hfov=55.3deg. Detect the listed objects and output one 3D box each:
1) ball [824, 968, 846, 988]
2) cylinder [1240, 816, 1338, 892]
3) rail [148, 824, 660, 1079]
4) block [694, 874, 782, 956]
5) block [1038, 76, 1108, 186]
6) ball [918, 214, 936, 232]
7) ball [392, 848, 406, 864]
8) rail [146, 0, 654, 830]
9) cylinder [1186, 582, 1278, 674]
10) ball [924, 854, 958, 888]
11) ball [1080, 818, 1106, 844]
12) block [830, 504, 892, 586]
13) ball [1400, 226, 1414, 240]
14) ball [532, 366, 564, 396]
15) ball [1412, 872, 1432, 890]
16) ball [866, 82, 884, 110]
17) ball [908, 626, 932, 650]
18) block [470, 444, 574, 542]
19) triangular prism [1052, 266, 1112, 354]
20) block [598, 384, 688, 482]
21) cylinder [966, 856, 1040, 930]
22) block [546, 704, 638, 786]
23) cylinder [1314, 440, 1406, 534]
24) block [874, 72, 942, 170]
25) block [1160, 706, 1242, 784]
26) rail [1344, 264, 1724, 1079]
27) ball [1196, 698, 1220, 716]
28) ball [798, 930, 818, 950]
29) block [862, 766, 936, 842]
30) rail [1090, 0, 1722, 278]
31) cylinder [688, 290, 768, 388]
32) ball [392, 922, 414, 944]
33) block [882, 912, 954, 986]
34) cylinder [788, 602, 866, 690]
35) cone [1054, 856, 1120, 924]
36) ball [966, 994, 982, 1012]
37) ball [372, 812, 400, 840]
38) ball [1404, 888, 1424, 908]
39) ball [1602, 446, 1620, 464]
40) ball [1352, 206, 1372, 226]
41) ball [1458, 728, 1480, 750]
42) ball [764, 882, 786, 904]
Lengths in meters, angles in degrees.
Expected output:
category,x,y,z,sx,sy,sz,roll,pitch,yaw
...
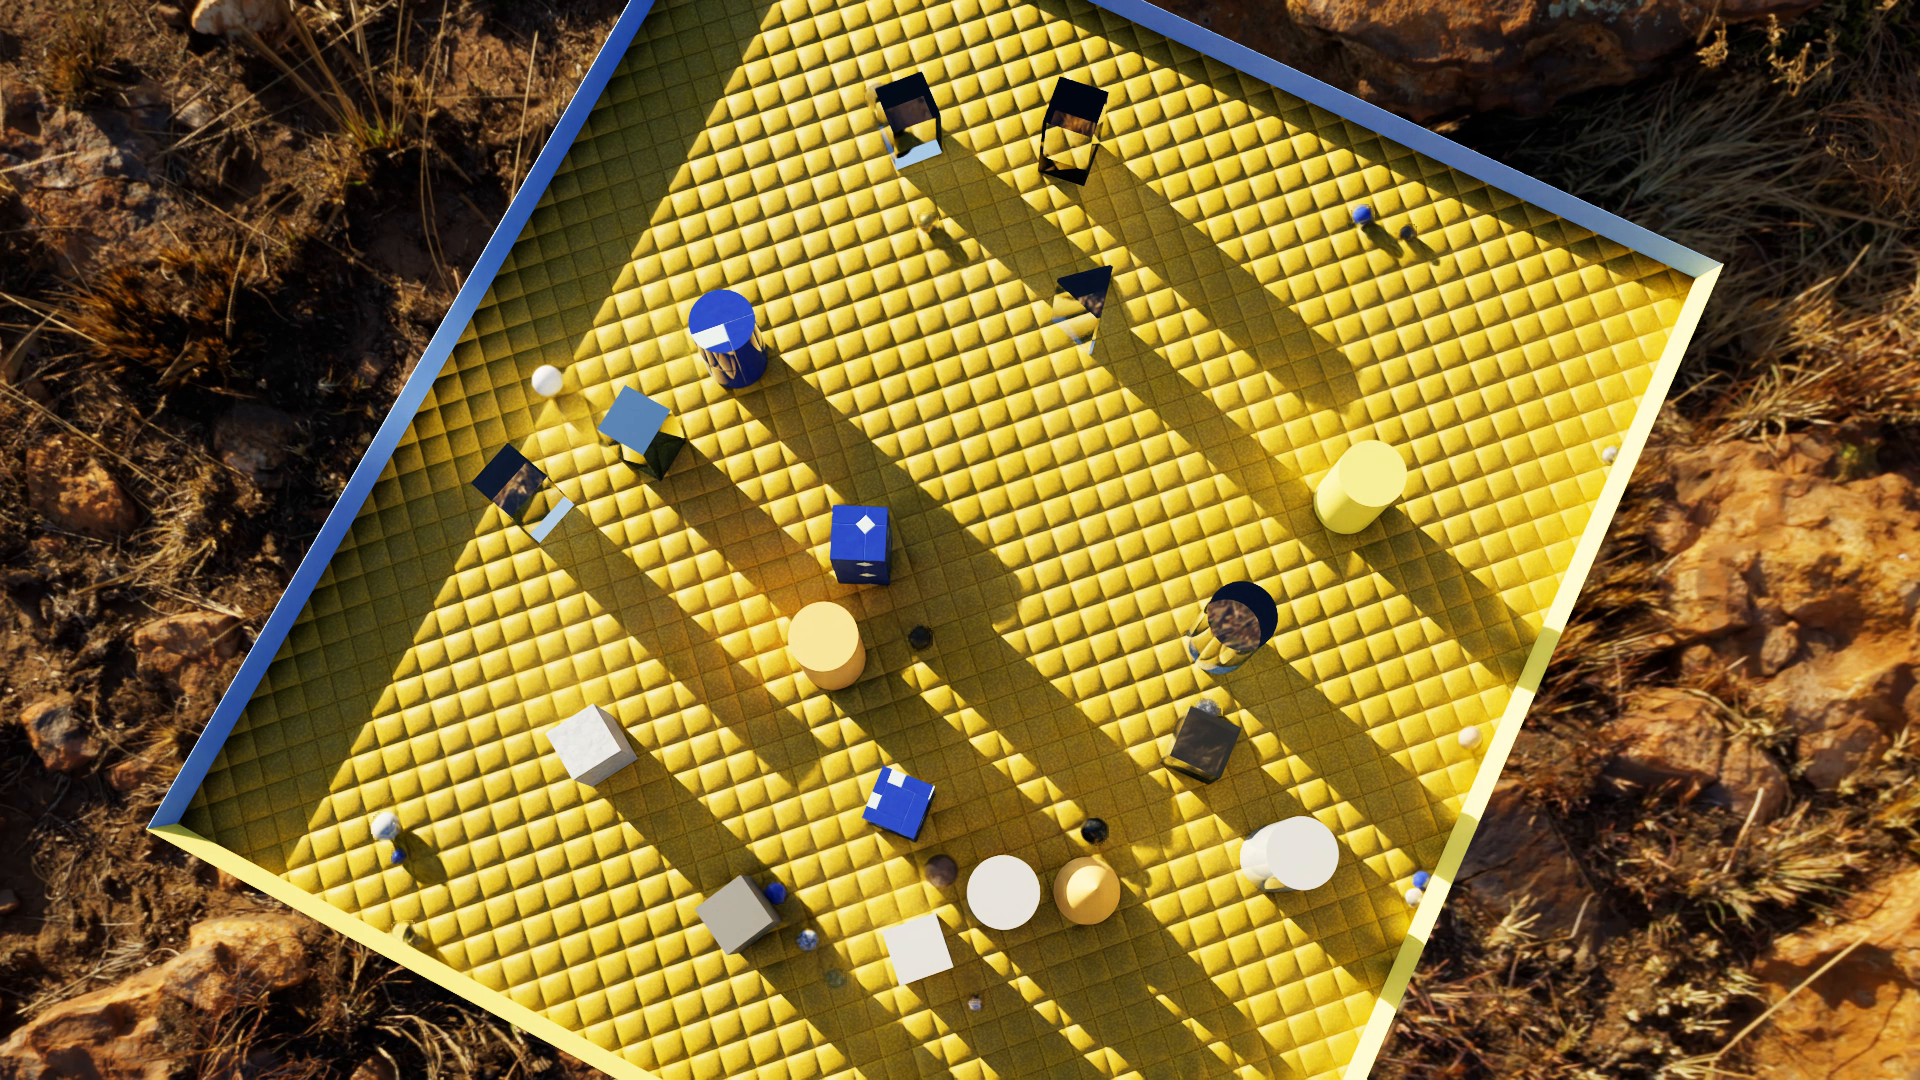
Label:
category,x,y,z,sx,sy,sz,roll,pitch,yaw
ball,-0.363,1.273,5.323,0.059,0.059,0.059,0,78,0
cylinder,0.926,0.895,5.190,0.197,0.473,0.197,0,78,0
rail,-0.807,1.587,5.222,3.449,0.128,0.045,26,80,5
block,-0.630,1.073,5.244,0.157,0.295,0.157,-36,81,-7
block,0.348,-1.264,5.689,0.157,0.371,0.157,19,79,4
ball,-0.104,-1.003,5.793,0.060,0.060,0.060,0,78,0
ball,-1.653,0.931,5.402,0.042,0.042,0.042,0,78,0
rail,-1.521,-0.738,5.703,0.045,0.128,3.655,26,80,5
cylinder,0.783,0.259,5.315,0.197,0.486,0.197,0,78,0
ball,-0.057,0.969,5.366,0.098,0.098,0.098,0,78,0
ball,0.393,0.857,5.400,0.078,0.078,0.078,0,78,0
block,-0.289,0.019,5.415,0.157,0.387,0.157,2,78,0
ball,1.413,-0.971,5.793,0.048,0.048,0.048,0,78,0
ball,-1.275,-0.492,5.670,0.095,0.095,0.095,0,78,0
ball,1.357,1.000,5.381,0.055,0.055,0.055,0,78,0
ball,-0.258,-1.419,5.865,0.088,0.088,0.088,0,78,0
ball,-0.120,0.296,5.520,0.069,0.069,0.069,0,78,0
block,-1.298,-0.136,5.457,0.157,0.367,0.157,39,81,7
triangular prism,0.399,-0.726,5.587,0.170,0.352,0.148,44,82,8
block,-0.953,-0.318,5.515,0.157,0.327,0.157,29,80,6
cylinder,0.118,0.997,5.168,0.197,0.474,0.197,0,78,0
block,-1.072,0.602,5.349,0.157,0.281,0.157,-32,80,-6
cylinder,1.186,-0.153,5.453,0.197,0.382,0.197,0,78,0
block,-0.160,-1.312,5.745,0.157,0.281,0.157,-21,79,-4
block,0.701,0.602,5.358,0.157,0.262,0.157,24,79,5
rail,1.521,0.752,5.395,0.045,0.128,3.655,26,80,5
ball,0.738,0.512,5.472,0.076,0.076,0.076,0,78,0
ball,-0.445,1.166,5.345,0.059,0.059,0.059,0,78,0
block,-0.174,0.767,5.301,0.157,0.308,0.157,21,79,4
rail,0.807,-1.573,5.876,3.449,0.128,0.045,26,80,5
cylinder,-0.699,-0.605,5.556,0.197,0.364,0.197,0,78,0
ball,-1.625,1.147,5.346,0.065,0.065,0.065,0,78,0
block,-0.118,1.167,5.236,0.157,0.271,0.157,-19,79,-4
cylinder,-0.383,0.313,5.335,0.197,0.424,0.197,0,78,0
cone,0.374,0.993,5.207,0.197,0.399,0.197,0,78,0
ball,0.043,1.343,5.315,0.046,0.046,0.046,0,78,0
ball,-1.690,0.844,5.401,0.080,0.080,0.080,0,78,0
ball,1.333,1.050,5.370,0.058,0.058,0.058,0,78,0
ball,2.007,-0.261,5.643,0.054,0.054,0.054,0,78,0
ball,1.272,-1.024,5.798,0.061,0.061,0.061,0,78,0
ball,1.517,0.591,5.461,0.066,0.066,0.066,0,78,0
ball,-0.541,1.034,5.371,0.062,0.062,0.062,0,78,0
